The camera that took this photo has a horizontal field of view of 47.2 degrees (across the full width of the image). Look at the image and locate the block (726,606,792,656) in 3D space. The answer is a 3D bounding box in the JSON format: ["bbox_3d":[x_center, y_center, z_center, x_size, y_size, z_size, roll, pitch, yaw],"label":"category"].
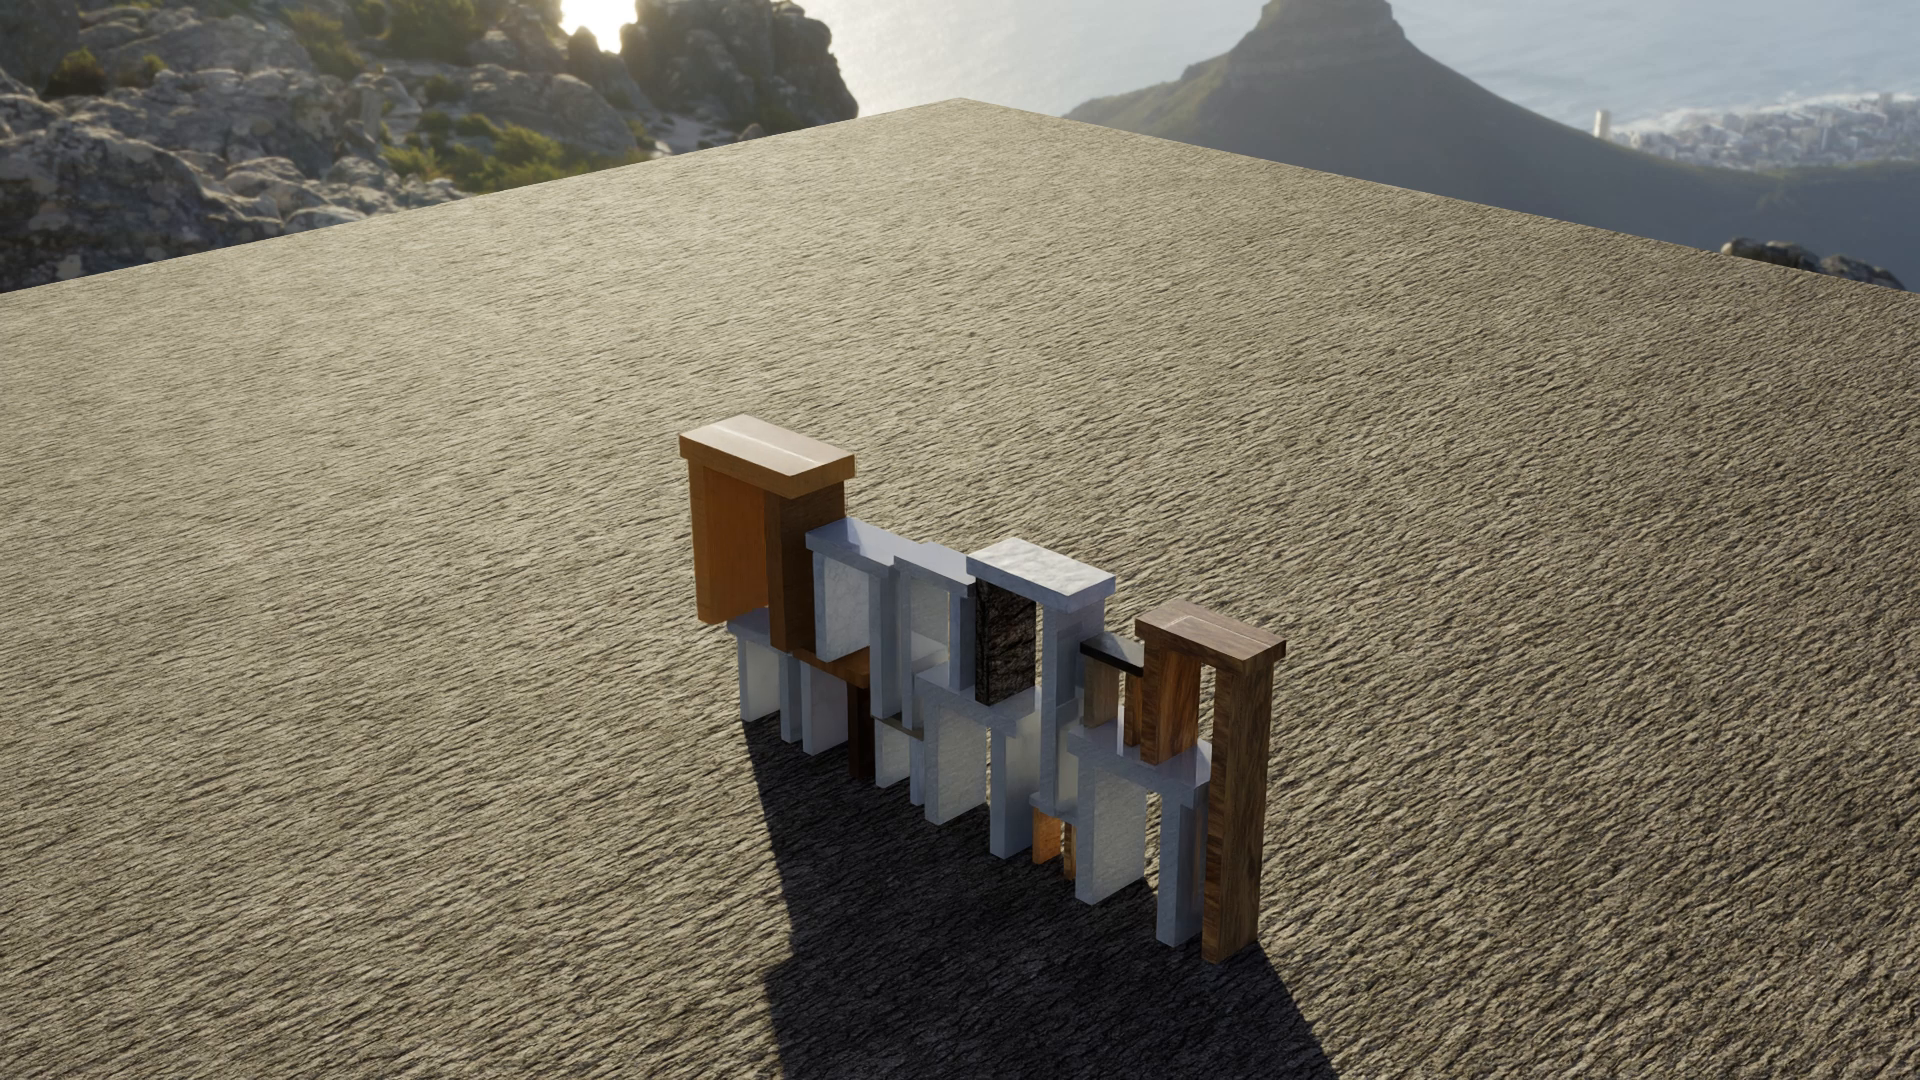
[{"bbox_3d":[-0.398,0.195,4.722,0.103,0.029,0.205,-20,26,-39],"label":"block"}]

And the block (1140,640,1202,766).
[{"bbox_3d":[0.378,0.273,3.932,0.034,0.239,0.120,21,31,41],"label":"block"}]

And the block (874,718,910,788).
[{"bbox_3d":[-0.140,0.429,4.551,0.077,0.155,0.022,-21,31,-41],"label":"block"}]

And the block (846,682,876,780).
[{"bbox_3d":[-0.183,0.380,4.586,0.031,0.218,0.109,21,31,41],"label":"block"}]

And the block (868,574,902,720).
[{"bbox_3d":[-0.127,0.199,4.439,0.121,0.313,0.034,-21,31,-41],"label":"block"}]

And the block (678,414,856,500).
[{"bbox_3d":[-0.403,-0.176,4.575,0.353,0.050,0.176,21,31,40],"label":"block"}]

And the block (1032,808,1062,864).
[{"bbox_3d":[0.169,0.564,4.275,0.017,0.123,0.062,21,31,41],"label":"block"}]

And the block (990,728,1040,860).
[{"bbox_3d":[0.121,0.473,4.294,0.039,0.275,0.138,21,31,41],"label":"block"}]

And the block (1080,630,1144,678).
[{"bbox_3d":[0.296,0.207,3.995,0.146,0.021,0.073,21,31,41],"label":"block"}]

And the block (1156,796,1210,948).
[{"bbox_3d":[0.428,0.579,4.012,0.043,0.301,0.150,21,31,41],"label":"block"}]

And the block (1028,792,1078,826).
[{"bbox_3d":[0.198,0.510,4.220,0.123,0.017,0.062,21,31,41],"label":"block"}]

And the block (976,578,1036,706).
[{"bbox_3d":[0.088,0.176,4.208,0.037,0.259,0.130,21,31,41],"label":"block"}]

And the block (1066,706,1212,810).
[{"bbox_3d":[0.357,0.393,4.010,0.301,0.043,0.150,21,31,41],"label":"block"}]

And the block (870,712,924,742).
[{"bbox_3d":[-0.103,0.362,4.483,0.155,0.022,0.077,21,31,41],"label":"block"}]

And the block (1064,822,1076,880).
[{"bbox_3d":[0.227,0.586,4.221,0.017,0.123,0.062,21,31,41],"label":"block"}]

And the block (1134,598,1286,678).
[{"bbox_3d":[0.435,0.169,3.827,0.239,0.034,0.120,21,31,41],"label":"block"}]

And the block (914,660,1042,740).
[{"bbox_3d":[0.056,0.303,4.292,0.275,0.039,0.138,21,31,41],"label":"block"}]

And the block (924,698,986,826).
[{"bbox_3d":[-0.009,0.422,4.413,0.039,0.275,0.138,21,31,41],"label":"block"}]

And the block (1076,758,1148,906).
[{"bbox_3d":[0.286,0.523,4.142,0.043,0.301,0.150,21,31,41],"label":"block"}]

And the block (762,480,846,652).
[{"bbox_3d":[-0.318,0.041,4.576,0.176,0.353,0.050,-22,30,-40],"label":"block"}]

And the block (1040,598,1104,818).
[{"bbox_3d":[0.210,0.304,4.130,0.037,0.433,0.130,21,31,41],"label":"block"}]

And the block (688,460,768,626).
[{"bbox_3d":[-0.489,-0.015,4.731,0.176,0.367,0.050,-21,30,-40],"label":"block"}]

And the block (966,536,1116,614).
[{"bbox_3d":[0.149,0.064,4.094,0.130,0.037,0.259,-21,31,-41],"label":"block"}]

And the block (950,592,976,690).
[{"bbox_3d":[0.025,0.182,4.268,0.029,0.202,0.101,21,31,41],"label":"block"}]

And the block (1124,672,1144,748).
[{"bbox_3d":[0.330,0.297,3.996,0.021,0.146,0.073,21,31,41],"label":"block"}]

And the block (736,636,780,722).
[{"bbox_3d":[-0.436,0.287,4.820,0.103,0.205,0.029,-22,31,-40],"label":"block"}]

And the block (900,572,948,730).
[{"bbox_3d":[-0.070,0.208,4.383,0.101,0.340,0.029,-21,31,-40],"label":"block"}]

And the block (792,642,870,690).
[{"bbox_3d":[-0.236,0.245,4.583,0.109,0.031,0.218,-21,31,-40],"label":"block"}]

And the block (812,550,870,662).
[{"bbox_3d":[-0.243,0.121,4.529,0.121,0.241,0.034,-21,31,-40],"label":"block"}]

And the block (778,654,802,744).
[{"bbox_3d":[-0.339,0.325,4.732,0.029,0.205,0.103,21,31,41],"label":"block"}]

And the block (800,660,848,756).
[{"bbox_3d":[-0.286,0.340,4.680,0.031,0.218,0.109,21,31,41],"label":"block"}]

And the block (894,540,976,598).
[{"bbox_3d":[-0.022,0.057,4.267,0.202,0.029,0.101,21,31,41],"label":"block"}]

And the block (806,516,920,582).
[{"bbox_3d":[-0.185,0.016,4.423,0.241,0.034,0.121,21,31,40],"label":"block"}]

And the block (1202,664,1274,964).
[{"bbox_3d":[0.491,0.475,3.895,0.034,0.583,0.120,21,31,41],"label":"block"}]

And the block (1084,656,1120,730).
[{"bbox_3d":[0.262,0.270,4.060,0.021,0.146,0.073,21,31,41],"label":"block"}]

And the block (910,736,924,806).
[{"bbox_3d":[-0.066,0.458,4.484,0.022,0.155,0.077,21,31,41],"label":"block"}]
